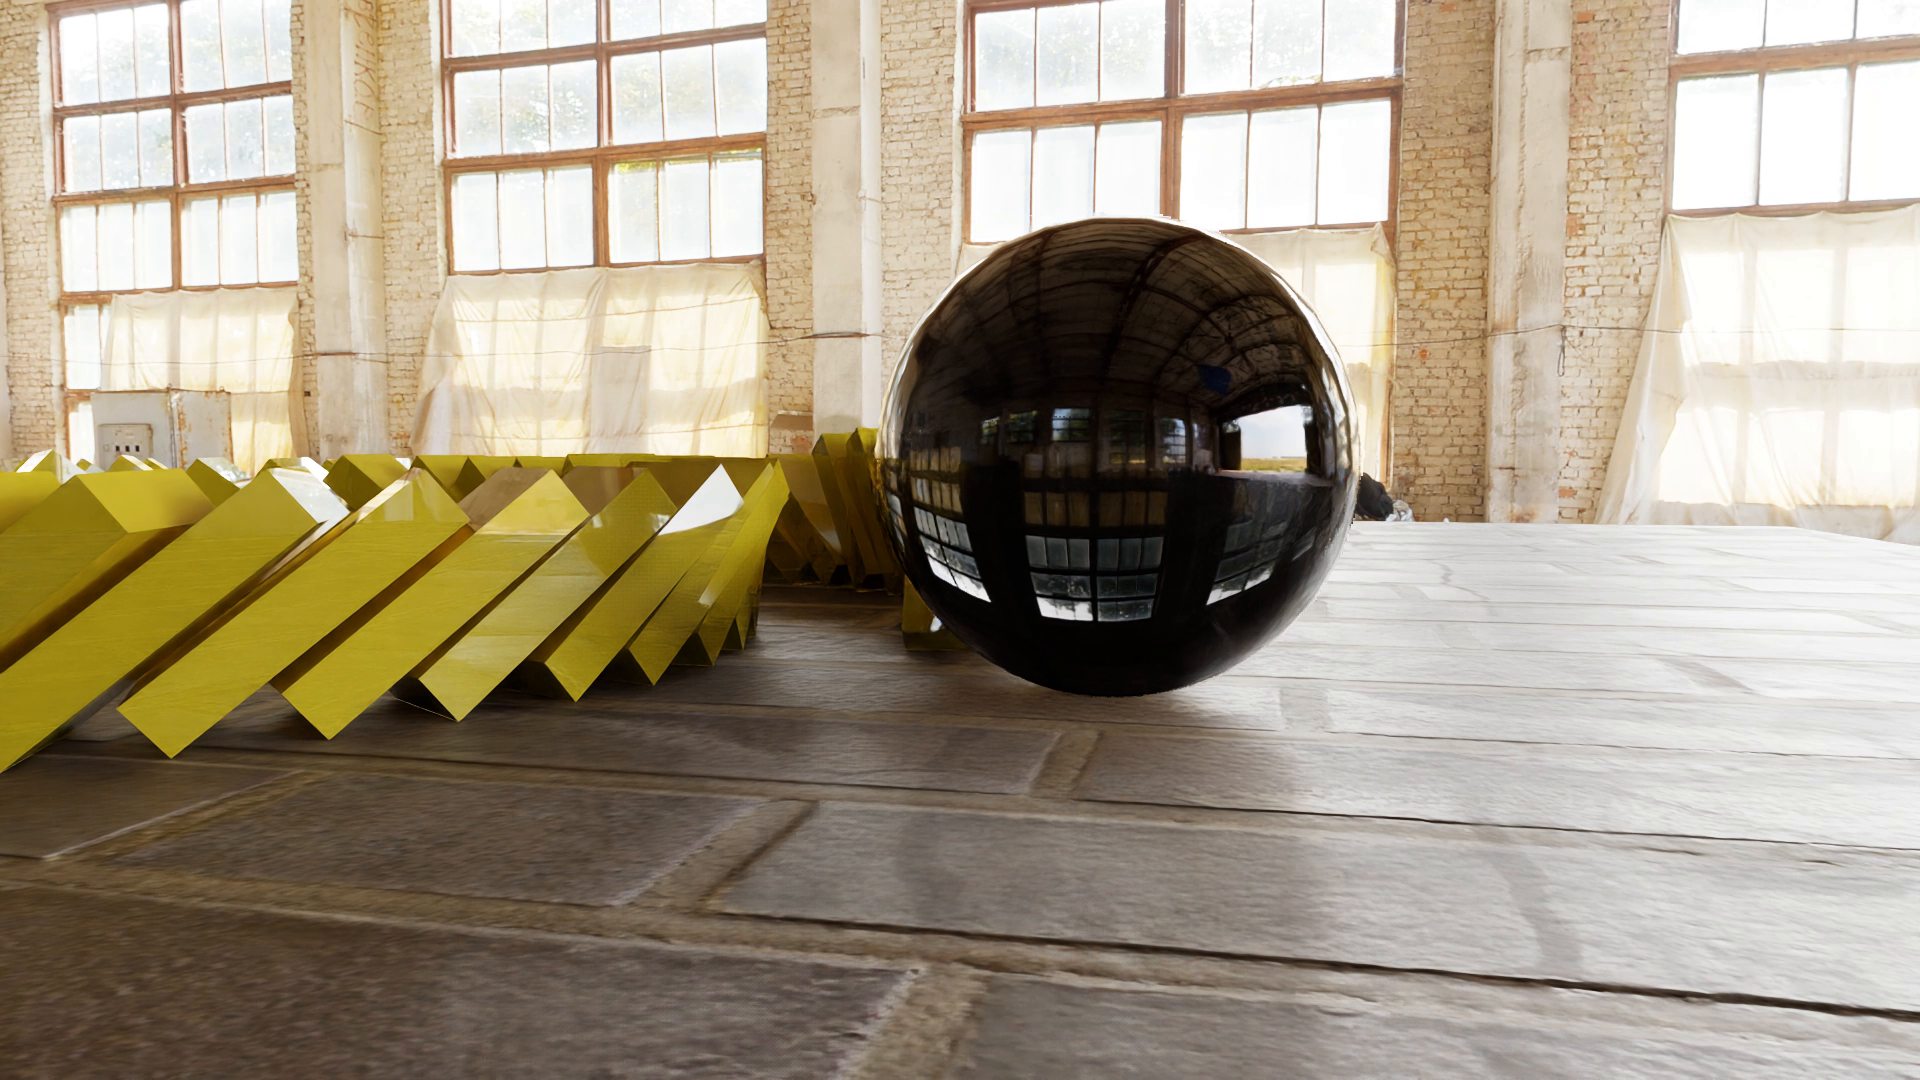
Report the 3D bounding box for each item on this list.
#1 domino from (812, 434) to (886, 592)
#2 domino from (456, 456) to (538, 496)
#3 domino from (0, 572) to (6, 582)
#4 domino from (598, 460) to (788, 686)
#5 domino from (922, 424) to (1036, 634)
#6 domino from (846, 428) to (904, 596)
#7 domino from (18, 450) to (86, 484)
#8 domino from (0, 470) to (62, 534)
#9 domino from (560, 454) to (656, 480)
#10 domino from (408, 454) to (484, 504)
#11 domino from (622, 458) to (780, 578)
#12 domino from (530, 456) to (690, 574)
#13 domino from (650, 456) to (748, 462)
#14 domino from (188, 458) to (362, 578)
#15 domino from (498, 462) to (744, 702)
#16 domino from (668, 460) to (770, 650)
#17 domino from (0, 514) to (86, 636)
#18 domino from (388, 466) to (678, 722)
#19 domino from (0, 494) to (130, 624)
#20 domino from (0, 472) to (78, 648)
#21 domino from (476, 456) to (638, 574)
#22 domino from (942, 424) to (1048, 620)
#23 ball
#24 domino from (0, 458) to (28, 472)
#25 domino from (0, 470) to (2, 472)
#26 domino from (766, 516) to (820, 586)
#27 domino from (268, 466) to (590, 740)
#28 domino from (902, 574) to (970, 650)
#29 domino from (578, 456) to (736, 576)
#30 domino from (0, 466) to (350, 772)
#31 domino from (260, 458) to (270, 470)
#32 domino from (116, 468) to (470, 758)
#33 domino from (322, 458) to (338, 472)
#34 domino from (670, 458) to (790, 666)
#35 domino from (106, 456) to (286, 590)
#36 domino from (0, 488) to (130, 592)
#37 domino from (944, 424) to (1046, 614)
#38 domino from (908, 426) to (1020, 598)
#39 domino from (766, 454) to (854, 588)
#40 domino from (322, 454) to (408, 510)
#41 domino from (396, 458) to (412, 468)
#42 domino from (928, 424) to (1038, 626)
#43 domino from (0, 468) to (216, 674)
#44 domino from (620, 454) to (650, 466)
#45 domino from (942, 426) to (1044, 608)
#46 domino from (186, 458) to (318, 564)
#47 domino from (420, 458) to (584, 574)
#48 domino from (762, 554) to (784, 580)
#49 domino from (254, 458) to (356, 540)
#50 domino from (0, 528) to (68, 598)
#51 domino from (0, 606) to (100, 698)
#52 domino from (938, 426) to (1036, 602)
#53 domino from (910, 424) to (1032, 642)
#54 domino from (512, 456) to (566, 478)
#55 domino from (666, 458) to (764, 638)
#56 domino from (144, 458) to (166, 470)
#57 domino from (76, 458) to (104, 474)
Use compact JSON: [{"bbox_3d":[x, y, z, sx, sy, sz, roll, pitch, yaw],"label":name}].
[{"bbox_3d":[-0.025,-0.009,0.383,0.025,0.050,0.010,-2,-32,-31],"label":"domino"},{"bbox_3d":[-0.116,-0.004,0.358,0.050,0.010,0.025,46,25,22],"label":"domino"},{"bbox_3d":[-0.276,-0.001,0.328,0.025,0.010,0.050,2,-33,24],"label":"domino"},{"bbox_3d":[-0.056,0.005,0.245,0.025,0.009,0.050,3,44,30],"label":"domino"},{"bbox_3d":[0.005,-0.003,0.295,0.025,0.050,0.010,0,-29,3],"label":"domino"},{"bbox_3d":[-0.014,-0.009,0.374,0.025,0.050,0.010,-3,-27,-31],"label":"domino"},{"bbox_3d":[-0.210,-0.002,0.322,0.025,0.010,0.050,1,-38,47],"label":"domino"},{"bbox_3d":[-0.145,0.010,0.171,0.050,0.009,0.025,-38,1,7],"label":"domino"},{"bbox_3d":[-0.086,-0.003,0.341,0.025,0.010,0.050,-3,46,-38],"label":"domino"},{"bbox_3d":[-0.132,-0.004,0.364,0.050,0.009,0.025,43,19,16],"label":"domino"},{"bbox_3d":[-0.085,-0.008,0.421,0.050,0.010,0.025,43,23,21],"label":"domino"},{"bbox_3d":[-0.118,-0.009,0.431,0.050,0.009,0.025,40,14,12],"label":"domino"},{"bbox_3d":[-0.063,-0.001,0.314,0.025,0.010,0.050,0,44,-12],"label":"domino"},{"bbox_3d":[-0.217,-0.007,0.409,0.050,0.009,0.025,38,-10,-19],"label":"domino"},{"bbox_3d":[-0.064,0.006,0.231,0.025,0.009,0.050,4,45,35],"label":"domino"},{"bbox_3d":[-0.056,0.002,0.281,0.025,0.010,0.050,0,43,4],"label":"domino"},{"bbox_3d":[-0.209,0.003,0.266,0.025,0.010,0.050,0,-36,-1],"label":"domino"},{"bbox_3d":[-0.073,0.007,0.216,0.025,0.010,0.050,4,45,46],"label":"domino"},{"bbox_3d":[-0.214,0.002,0.284,0.025,0.010,0.050,-1,-35,15],"label":"domino"},{"bbox_3d":[-0.192,0.005,0.250,0.025,0.009,0.050,-2,-31,-25],"label":"domino"},{"bbox_3d":[-0.135,-0.009,0.432,0.050,0.009,0.025,39,9,4],"label":"domino"},{"bbox_3d":[0.008,-0.005,0.318,0.025,0.050,0.009,0,-28,0],"label":"domino"},{"bbox_3d":[0.026,-0.014,0.216,0.080,0.080,0.080,0,4,0],"label":"ball"},{"bbox_3d":[-0.255,-0.005,0.374,0.025,0.009,0.050,4,-33,42],"label":"domino"},{"bbox_3d":[-0.215,0.000,0.303,0.025,0.009,0.050,-1,-34,31],"label":"domino"},{"bbox_3d":[-0.055,-0.007,0.405,0.025,0.009,0.050,-5,43,-48],"label":"domino"},{"bbox_3d":[-0.085,0.008,0.203,0.050,0.009,0.025,-46,28,-25],"label":"domino"},{"bbox_3d":[0.002,-0.001,0.273,0.025,0.050,0.009,0,-29,3],"label":"domino"},{"bbox_3d":[-0.101,-0.009,0.428,0.050,0.009,0.025,41,19,18],"label":"domino"},{"bbox_3d":[-0.112,0.009,0.181,0.050,0.009,0.025,-41,14,-10],"label":"domino"},{"bbox_3d":[-0.202,-0.008,0.417,0.050,0.009,0.025,37,-6,-15],"label":"domino"},{"bbox_3d":[-0.098,0.009,0.191,0.050,0.009,0.025,-43,21,-17],"label":"domino"},{"bbox_3d":[-0.186,-0.008,0.422,0.050,0.010,0.025,37,-4,-12],"label":"domino"},{"bbox_3d":[-0.055,0.003,0.263,0.025,0.010,0.050,1,45,15],"label":"domino"},{"bbox_3d":[-0.199,-0.003,0.338,0.050,0.010,0.025,41,-15,-22],"label":"domino"},{"bbox_3d":[-0.263,-0.003,0.359,0.025,0.009,0.050,3,-32,35],"label":"domino"},{"bbox_3d":[0.009,-0.006,0.330,0.025,0.050,0.009,1,-28,0],"label":"domino"},{"bbox_3d":[0.001,-0.009,0.365,0.025,0.050,0.010,-1,-27,-12],"label":"domino"},{"bbox_3d":[-0.040,-0.007,0.395,0.025,0.009,0.050,-3,45,-40],"label":"domino"},{"bbox_3d":[-0.151,-0.004,0.362,0.050,0.009,0.025,41,6,1],"label":"domino"},{"bbox_3d":[-0.169,-0.008,0.427,0.050,0.009,0.025,37,0,-7],"label":"domino"},{"bbox_3d":[0.005,-0.004,0.307,0.025,0.050,0.009,0,-28,0],"label":"domino"},{"bbox_3d":[-0.128,0.010,0.174,0.050,0.010,0.025,-39,6,0],"label":"domino"},{"bbox_3d":[-0.072,-0.002,0.329,0.025,0.009,0.050,-1,45,-23],"label":"domino"},{"bbox_3d":[0.008,-0.007,0.341,0.025,0.050,0.009,0,-28,-3],"label":"domino"},{"bbox_3d":[-0.184,-0.003,0.348,0.050,0.009,0.025,39,-7,-15],"label":"domino"},{"bbox_3d":[-0.153,-0.009,0.430,0.050,0.009,0.025,37,3,-3],"label":"domino"},{"bbox_3d":[-0.070,-0.007,0.413,0.050,0.009,0.025,44,27,25],"label":"domino"},{"bbox_3d":[-0.168,-0.003,0.356,0.050,0.009,0.025,38,0,-7],"label":"domino"},{"bbox_3d":[-0.270,-0.002,0.343,0.025,0.010,0.050,2,-32,29],"label":"domino"},{"bbox_3d":[-0.174,0.020,0.235,0.025,0.010,0.050,-3,5,-36],"label":"domino"},{"bbox_3d":[0.007,-0.008,0.353,0.025,0.050,0.009,0,-28,-3],"label":"domino"},{"bbox_3d":[0.003,-0.002,0.284,0.025,0.050,0.009,0,-29,3],"label":"domino"},{"bbox_3d":[-0.101,-0.003,0.350,0.025,0.009,0.050,-5,46,-49],"label":"domino"},{"bbox_3d":[-0.058,0.001,0.297,0.025,0.010,0.050,0,43,-2],"label":"domino"},{"bbox_3d":[-0.232,-0.007,0.400,0.050,0.009,0.025,40,-16,-25],"label":"domino"},{"bbox_3d":[-0.245,-0.006,0.389,0.050,0.009,0.025,42,-21,-30],"label":"domino"}]
